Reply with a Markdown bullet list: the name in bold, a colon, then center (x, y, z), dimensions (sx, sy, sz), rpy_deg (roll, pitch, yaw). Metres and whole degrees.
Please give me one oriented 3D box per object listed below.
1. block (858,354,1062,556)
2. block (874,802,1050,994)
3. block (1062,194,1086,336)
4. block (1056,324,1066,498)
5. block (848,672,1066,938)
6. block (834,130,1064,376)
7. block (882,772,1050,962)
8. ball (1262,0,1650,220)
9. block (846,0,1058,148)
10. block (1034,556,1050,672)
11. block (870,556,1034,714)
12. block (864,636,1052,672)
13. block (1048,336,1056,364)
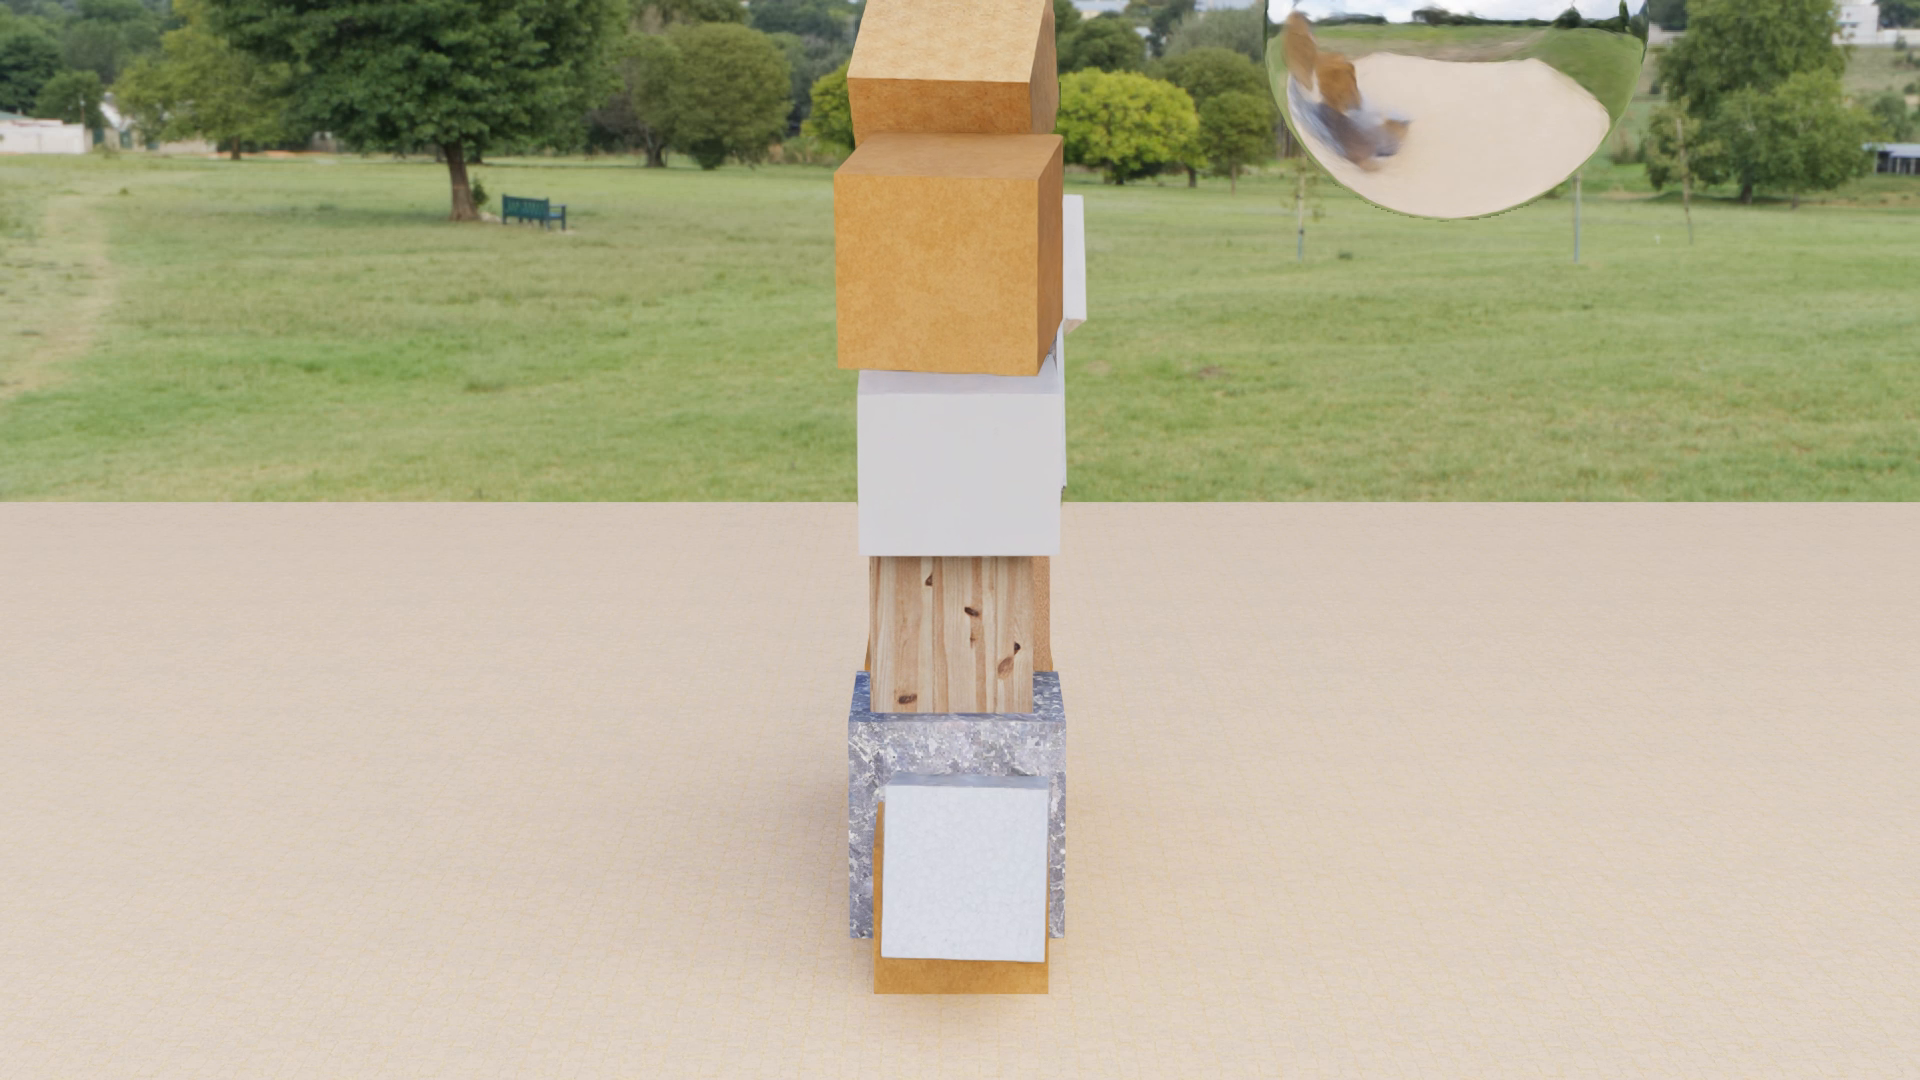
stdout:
- **block**: center (-0.008, -0.352, 10.350), dimensions (0.792, 0.652, 0.711), rpy_deg (0, 17, -1)
- **block**: center (0.005, 1.409, 10.175), dimensions (0.674, 0.587, 0.642), rpy_deg (0, 10, 0)
- **block**: center (0.120, -1.274, 12.284), dimensions (0.760, 0.600, 0.752), rpy_deg (2, -10, -15)
- **block**: center (0.017, -0.585, 12.100), dimensions (0.891, 0.818, 0.757), rpy_deg (0, -9, -3)
- **block**: center (-0.012, 1.108, 10.917), dimensions (0.884, 0.915, 0.907), rpy_deg (0, 10, 0)
- **block**: center (-0.029, -1.188, 10.511), dimensions (0.808, 0.796, 0.834), rpy_deg (3, 21, 9)
- **block**: center (0.028, 1.200, 9.490), dimensions (0.585, 0.617, 0.551), rpy_deg (1, 0, 2)
- **ball**: center (2.074, -2.154, 10.789), dimensions (1.600, 1.600, 1.600), rpy_deg (0, 10, 0)
- **block**: center (-0.012, -1.947, 11.107), dimensions (0.764, 0.732, 0.800), rpy_deg (3, 48, 8)
- **block**: center (0.014, 0.195, 11.615), dimensions (0.754, 0.760, 0.731), rpy_deg (0, 0, -1)
- **block**: center (-0.033, 0.277, 10.827), dimensions (0.668, 0.752, 0.713), rpy_deg (0, 10, 0)
- **block**: center (-0.006, 0.887, 12.477), dimensions (0.878, 0.791, 0.889), rpy_deg (0, 10, 0)
- **block**: center (0.066, -0.568, 11.267), dimensions (0.637, 0.756, 0.664), rpy_deg (-1, 8, -5)
